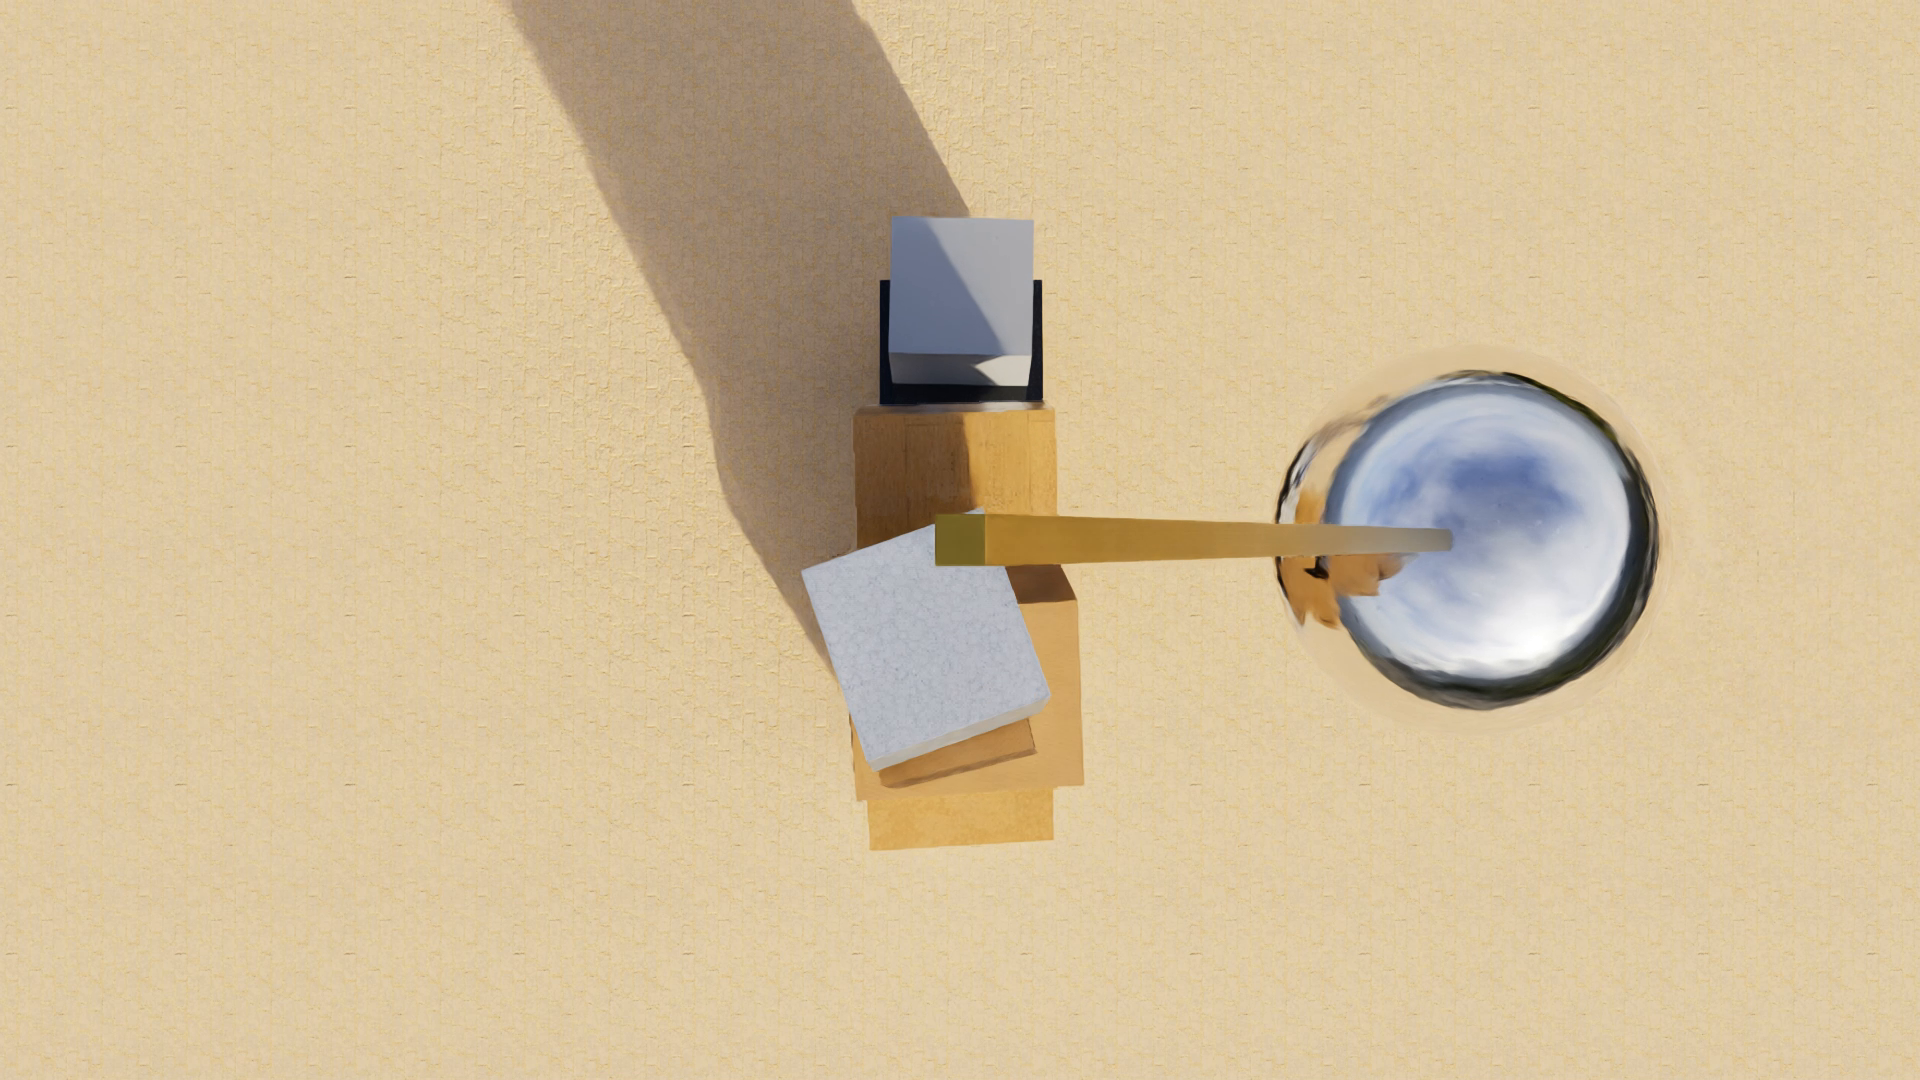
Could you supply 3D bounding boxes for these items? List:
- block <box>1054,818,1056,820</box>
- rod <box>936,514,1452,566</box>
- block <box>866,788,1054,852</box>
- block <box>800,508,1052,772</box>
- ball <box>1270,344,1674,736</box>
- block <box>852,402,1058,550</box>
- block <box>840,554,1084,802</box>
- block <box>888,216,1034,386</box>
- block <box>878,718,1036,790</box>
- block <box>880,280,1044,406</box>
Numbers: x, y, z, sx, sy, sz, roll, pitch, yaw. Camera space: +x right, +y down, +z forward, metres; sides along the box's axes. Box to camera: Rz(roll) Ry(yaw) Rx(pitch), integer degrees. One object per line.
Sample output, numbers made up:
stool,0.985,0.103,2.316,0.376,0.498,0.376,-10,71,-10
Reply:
block,0.083,1.192,11.541,0.676,0.724,0.702,-12,83,-1
rod,0.899,0.000,5.788,0.080,5.200,0.080,0,90,20
block,-0.025,0.782,9.281,0.765,0.657,0.791,-3,111,-3
block,-0.105,0.324,6.786,0.571,0.675,0.595,-19,82,-3
ball,2.074,0.000,8.978,1.600,1.600,1.600,0,90,0
block,-0.016,-0.131,9.326,0.824,0.677,0.855,-2,97,-1
block,-0.010,0.472,8.247,0.824,0.864,0.694,-4,104,-4
block,0.008,-1.171,10.885,0.686,0.664,0.673,1,81,0
block,-0.055,0.519,7.414,0.507,0.555,0.521,-14,82,1
block,0.007,-0.854,11.628,0.830,0.900,0.831,0,81,0
